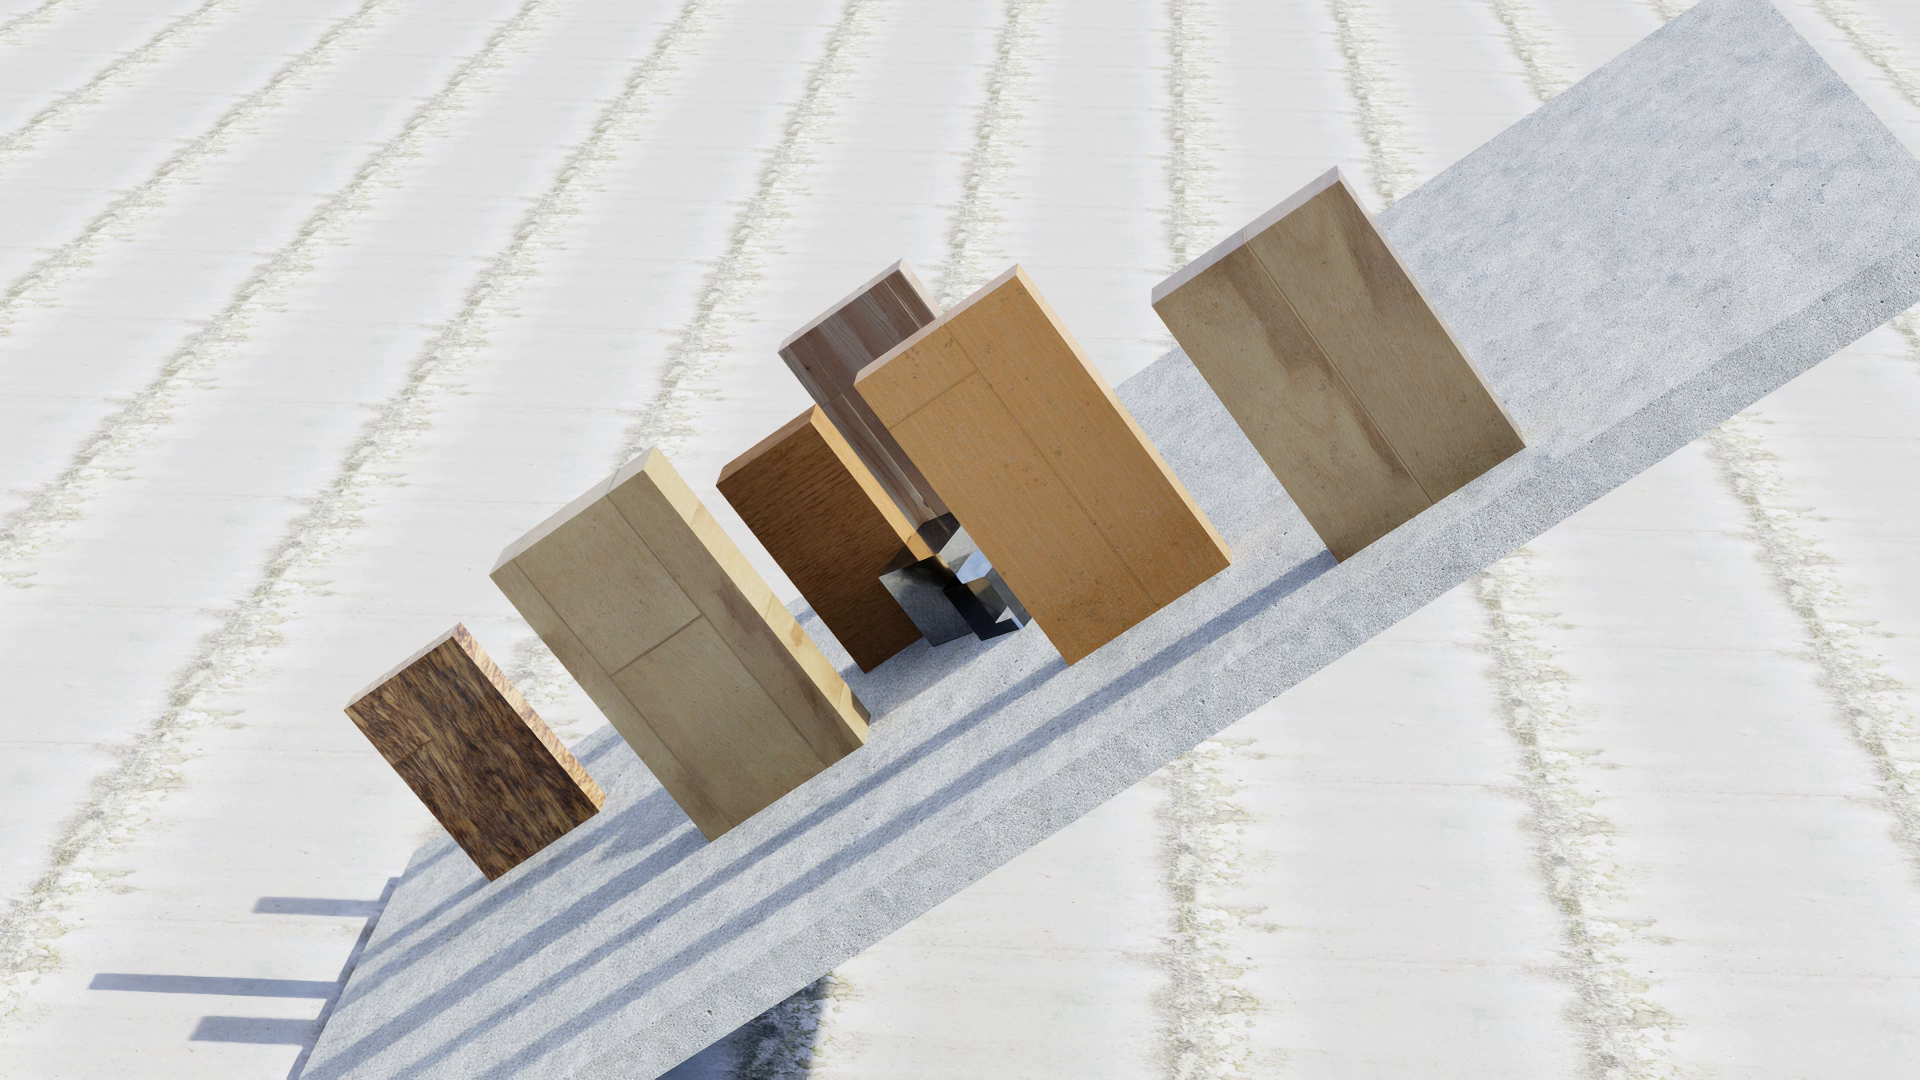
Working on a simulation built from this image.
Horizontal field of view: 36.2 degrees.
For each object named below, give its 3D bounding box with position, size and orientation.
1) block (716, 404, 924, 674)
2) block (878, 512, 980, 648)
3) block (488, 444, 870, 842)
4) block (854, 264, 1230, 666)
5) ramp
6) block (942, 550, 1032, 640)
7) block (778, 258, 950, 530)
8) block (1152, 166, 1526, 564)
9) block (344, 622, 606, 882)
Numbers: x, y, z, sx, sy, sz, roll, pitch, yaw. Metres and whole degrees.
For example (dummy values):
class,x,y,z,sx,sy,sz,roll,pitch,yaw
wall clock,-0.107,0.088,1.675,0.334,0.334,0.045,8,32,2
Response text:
class,x,y,z,sx,sy,sz,roll,pitch,yaw
block,-0.262,0.000,6.483,0.261,0.545,0.118,-33,16,16
block,-0.005,0.072,6.353,0.200,0.200,0.200,-22,22,45
block,-0.580,0.223,6.164,0.410,0.747,0.147,-33,16,16
block,0.162,-0.137,5.630,0.378,0.705,0.081,-33,16,16
ramp,0.133,0.176,6.313,4.000,0.100,2.000,-33,16,16
block,0.084,0.102,6.182,0.140,0.140,0.140,-20,23,48
block,-0.109,-0.327,6.996,0.359,0.591,0.090,-33,16,16
block,0.669,-0.305,5.202,0.392,0.592,0.101,-33,16,16
block,-1.148,0.507,6.978,0.338,0.551,0.083,-33,16,16
